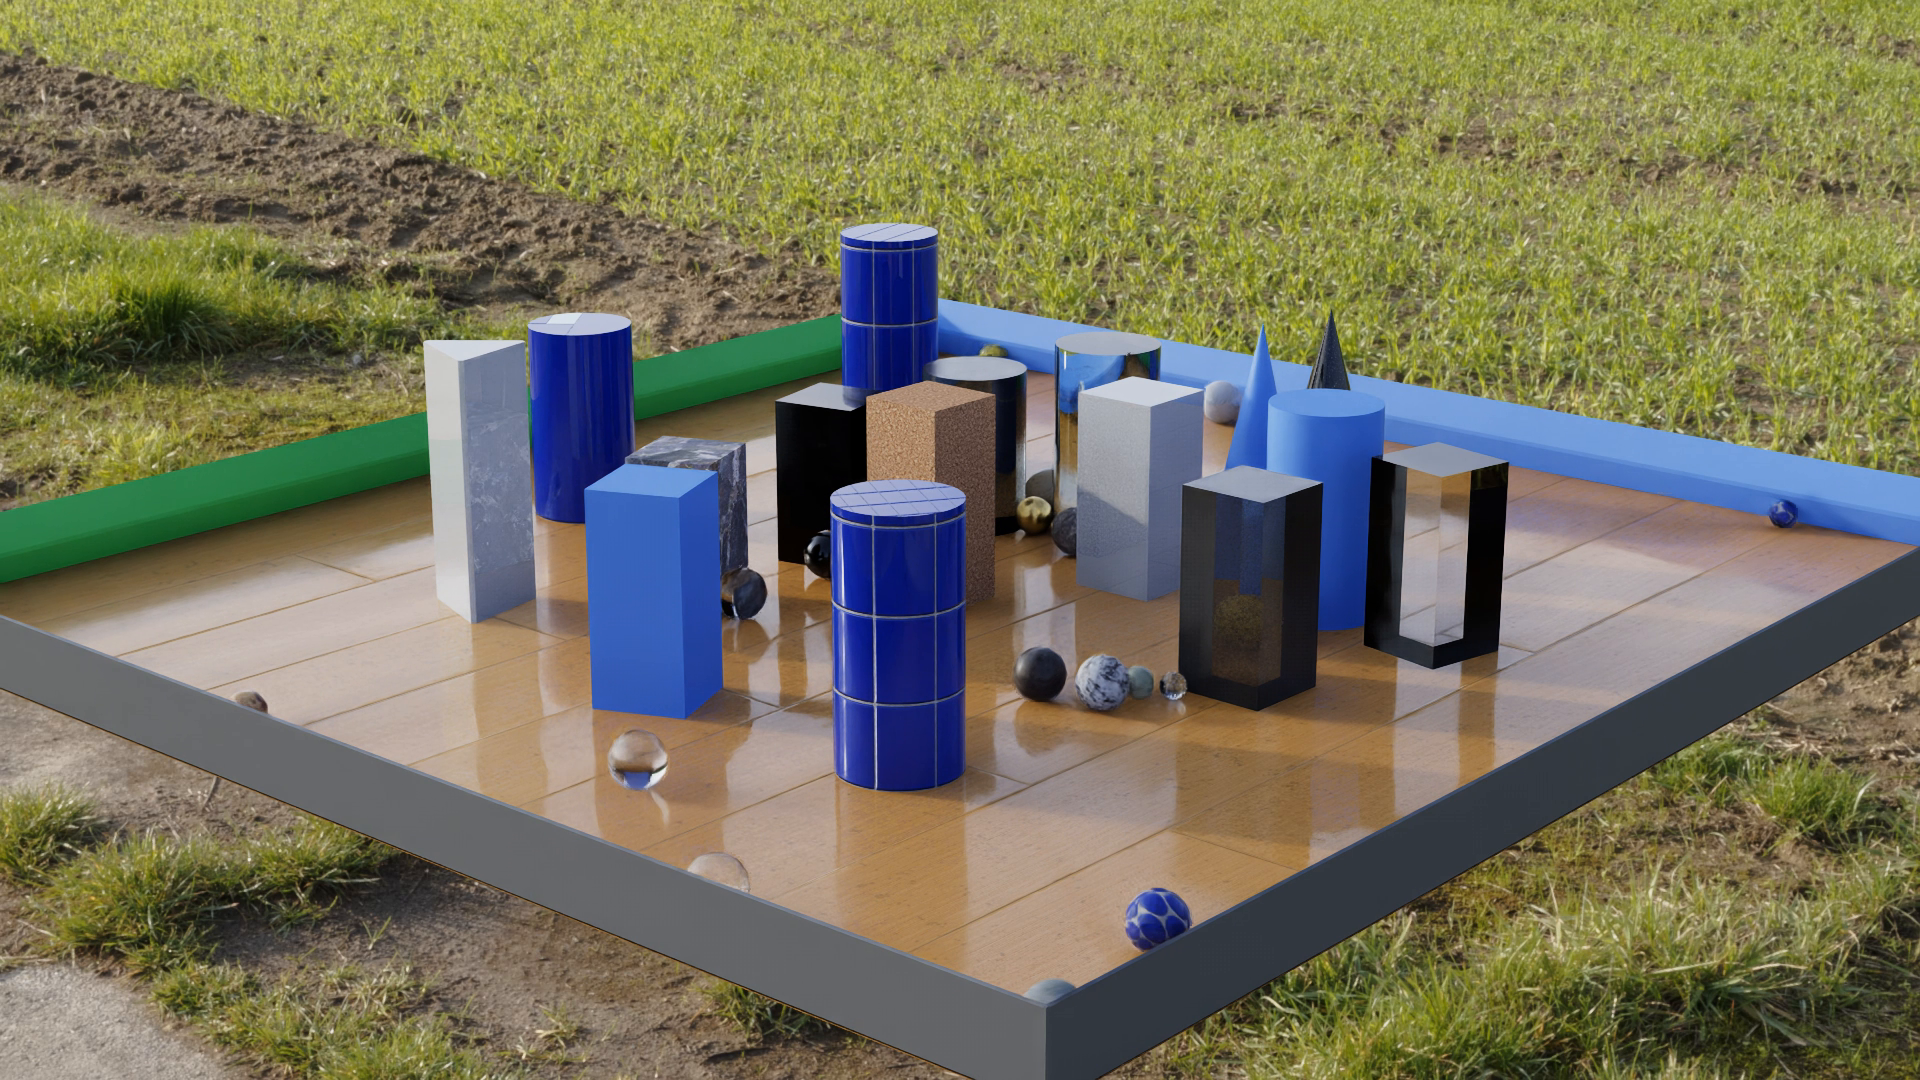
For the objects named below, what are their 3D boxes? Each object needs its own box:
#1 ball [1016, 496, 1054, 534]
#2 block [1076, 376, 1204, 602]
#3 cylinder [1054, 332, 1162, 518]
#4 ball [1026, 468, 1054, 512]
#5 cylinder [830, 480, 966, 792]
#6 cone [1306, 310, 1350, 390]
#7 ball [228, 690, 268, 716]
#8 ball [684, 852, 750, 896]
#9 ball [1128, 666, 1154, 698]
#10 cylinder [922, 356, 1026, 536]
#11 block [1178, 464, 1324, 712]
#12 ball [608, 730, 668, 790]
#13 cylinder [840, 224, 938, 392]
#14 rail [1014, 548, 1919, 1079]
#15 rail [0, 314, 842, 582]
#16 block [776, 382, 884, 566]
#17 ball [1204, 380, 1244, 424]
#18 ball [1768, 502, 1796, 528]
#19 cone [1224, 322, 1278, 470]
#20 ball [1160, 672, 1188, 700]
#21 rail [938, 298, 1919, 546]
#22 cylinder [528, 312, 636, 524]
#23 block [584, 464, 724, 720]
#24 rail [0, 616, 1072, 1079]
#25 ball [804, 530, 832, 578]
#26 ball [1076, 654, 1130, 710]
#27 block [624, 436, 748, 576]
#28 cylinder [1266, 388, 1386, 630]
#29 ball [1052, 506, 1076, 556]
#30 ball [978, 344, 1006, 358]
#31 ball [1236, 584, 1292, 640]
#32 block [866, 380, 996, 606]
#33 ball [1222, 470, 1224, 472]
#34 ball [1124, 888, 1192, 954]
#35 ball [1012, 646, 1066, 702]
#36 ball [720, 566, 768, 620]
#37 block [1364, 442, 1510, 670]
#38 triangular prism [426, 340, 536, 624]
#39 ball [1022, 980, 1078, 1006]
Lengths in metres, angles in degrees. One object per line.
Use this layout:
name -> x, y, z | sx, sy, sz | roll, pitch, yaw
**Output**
ball -> 0.139, -0.046, 5.478 | 0.071, 0.071, 0.071 | 0, 17, 0
block -> 0.315, -0.092, 5.148 | 0.156, 0.349, 0.156 | 14, 22, 38
cylinder -> 0.272, -0.186, 5.434 | 0.195, 0.365, 0.195 | 0, 17, 0
ball -> 0.170, -0.089, 5.573 | 0.098, 0.098, 0.098 | 0, 17, 0
cylinder -> -0.089, 0.138, 4.272 | 0.195, 0.415, 0.195 | 0, 17, 0
cone -> 0.720, -0.276, 5.737 | 0.195, 0.362, 0.195 | 0, 17, 0
ball -> -1.087, 0.262, 4.465 | 0.067, 0.067, 0.067 | 0, 17, 0
ball -> -0.317, 0.449, 3.802 | 0.090, 0.090, 0.090 | 0, 17, 0
ball -> 0.281, 0.223, 4.620 | 0.052, 0.052, 0.052 | 0, 17, 0
cylinder -> 0.027, -0.177, 5.515 | 0.195, 0.301, 0.195 | 0, 17, 0
block -> 0.457, 0.073, 4.621 | 0.156, 0.337, 0.156 | 15, 22, 40
ball -> -0.466, 0.318, 4.242 | 0.087, 0.087, 0.087 | 0, 17, 0
cylinder -> -0.141, -0.389, 5.921 | 0.195, 0.471, 0.195 | 0, 17, 0
rail -> 0.981, 0.278, 4.305 | 0.045, 0.127, 2.754 | 14, 22, 39
rail -> -0.981, -0.214, 5.936 | 0.045, 0.127, 2.754 | 14, 22, 39
block -> -0.224, -0.115, 5.312 | 0.156, 0.299, 0.156 | 9, 19, 27
ball -> 0.559, -0.294, 6.264 | 0.093, 0.093, 0.093 | 0, 17, 0
ball -> 1.549, -0.049, 5.525 | 0.049, 0.049, 0.049 | 0, 17, 0
cone -> 0.540, -0.180, 5.291 | 0.195, 0.436, 0.195 | 0, 17, 0
ball -> 0.335, 0.229, 4.613 | 0.044, 0.044, 0.044 | 0, 17, 0
rail -> 0.887, -0.263, 6.099 | 2.646, 0.127, 0.045 | 14, 22, 39
cylinder -> -0.719, -0.233, 5.590 | 0.195, 0.365, 0.195 | 0, 17, 0
block -> -0.475, 0.078, 4.573 | 0.156, 0.356, 0.156 | 5, 18, 17
rail -> -0.887, 0.327, 4.142 | 2.646, 0.127, 0.045 | 14, 22, 39
ball -> -0.235, 0.025, 5.216 | 0.086, 0.086, 0.086 | 0, 17, 0
ball -> 0.222, 0.221, 4.567 | 0.085, 0.085, 0.085 | 0, 17, 0
block -> -0.470, -0.024, 5.061 | 0.156, 0.270, 0.156 | 6, 18, 18
cylinder -> 0.616, -0.053, 4.982 | 0.195, 0.372, 0.195 | 0, 17, 0
ball -> 0.211, -0.016, 5.347 | 0.089, 0.089, 0.089 | 0, 17, 0
ball -> 0.075, -0.420, 6.732 | 0.064, 0.064, 0.064 | 0, 17, 0
ball -> 0.508, 0.120, 4.887 | 0.094, 0.094, 0.094 | 0, 17, 0
block -> -0.049, -0.073, 5.061 | 0.156, 0.363, 0.156 | 14, 22, 39
ball -> 0.529, -0.097, 5.612 | 0.091, 0.091, 0.091 | 0, 17, 0
ball -> 0.250, 0.482, 3.705 | 0.084, 0.084, 0.084 | 0, 17, 0
ball -> 0.125, 0.210, 4.605 | 0.085, 0.085, 0.085 | 0, 17, 0
ball -> -0.373, 0.091, 4.992 | 0.090, 0.090, 0.090 | 0, 17, 0
block -> 0.780, 0.024, 4.810 | 0.156, 0.324, 0.156 | -13, 21, -36
triangular prism -> -0.846, -0.109, 5.017 | 0.146, 0.458, 0.169 | 10, 19, 29
ball -> 0.110, 0.560, 3.443 | 0.086, 0.086, 0.086 | 0, 17, 0
